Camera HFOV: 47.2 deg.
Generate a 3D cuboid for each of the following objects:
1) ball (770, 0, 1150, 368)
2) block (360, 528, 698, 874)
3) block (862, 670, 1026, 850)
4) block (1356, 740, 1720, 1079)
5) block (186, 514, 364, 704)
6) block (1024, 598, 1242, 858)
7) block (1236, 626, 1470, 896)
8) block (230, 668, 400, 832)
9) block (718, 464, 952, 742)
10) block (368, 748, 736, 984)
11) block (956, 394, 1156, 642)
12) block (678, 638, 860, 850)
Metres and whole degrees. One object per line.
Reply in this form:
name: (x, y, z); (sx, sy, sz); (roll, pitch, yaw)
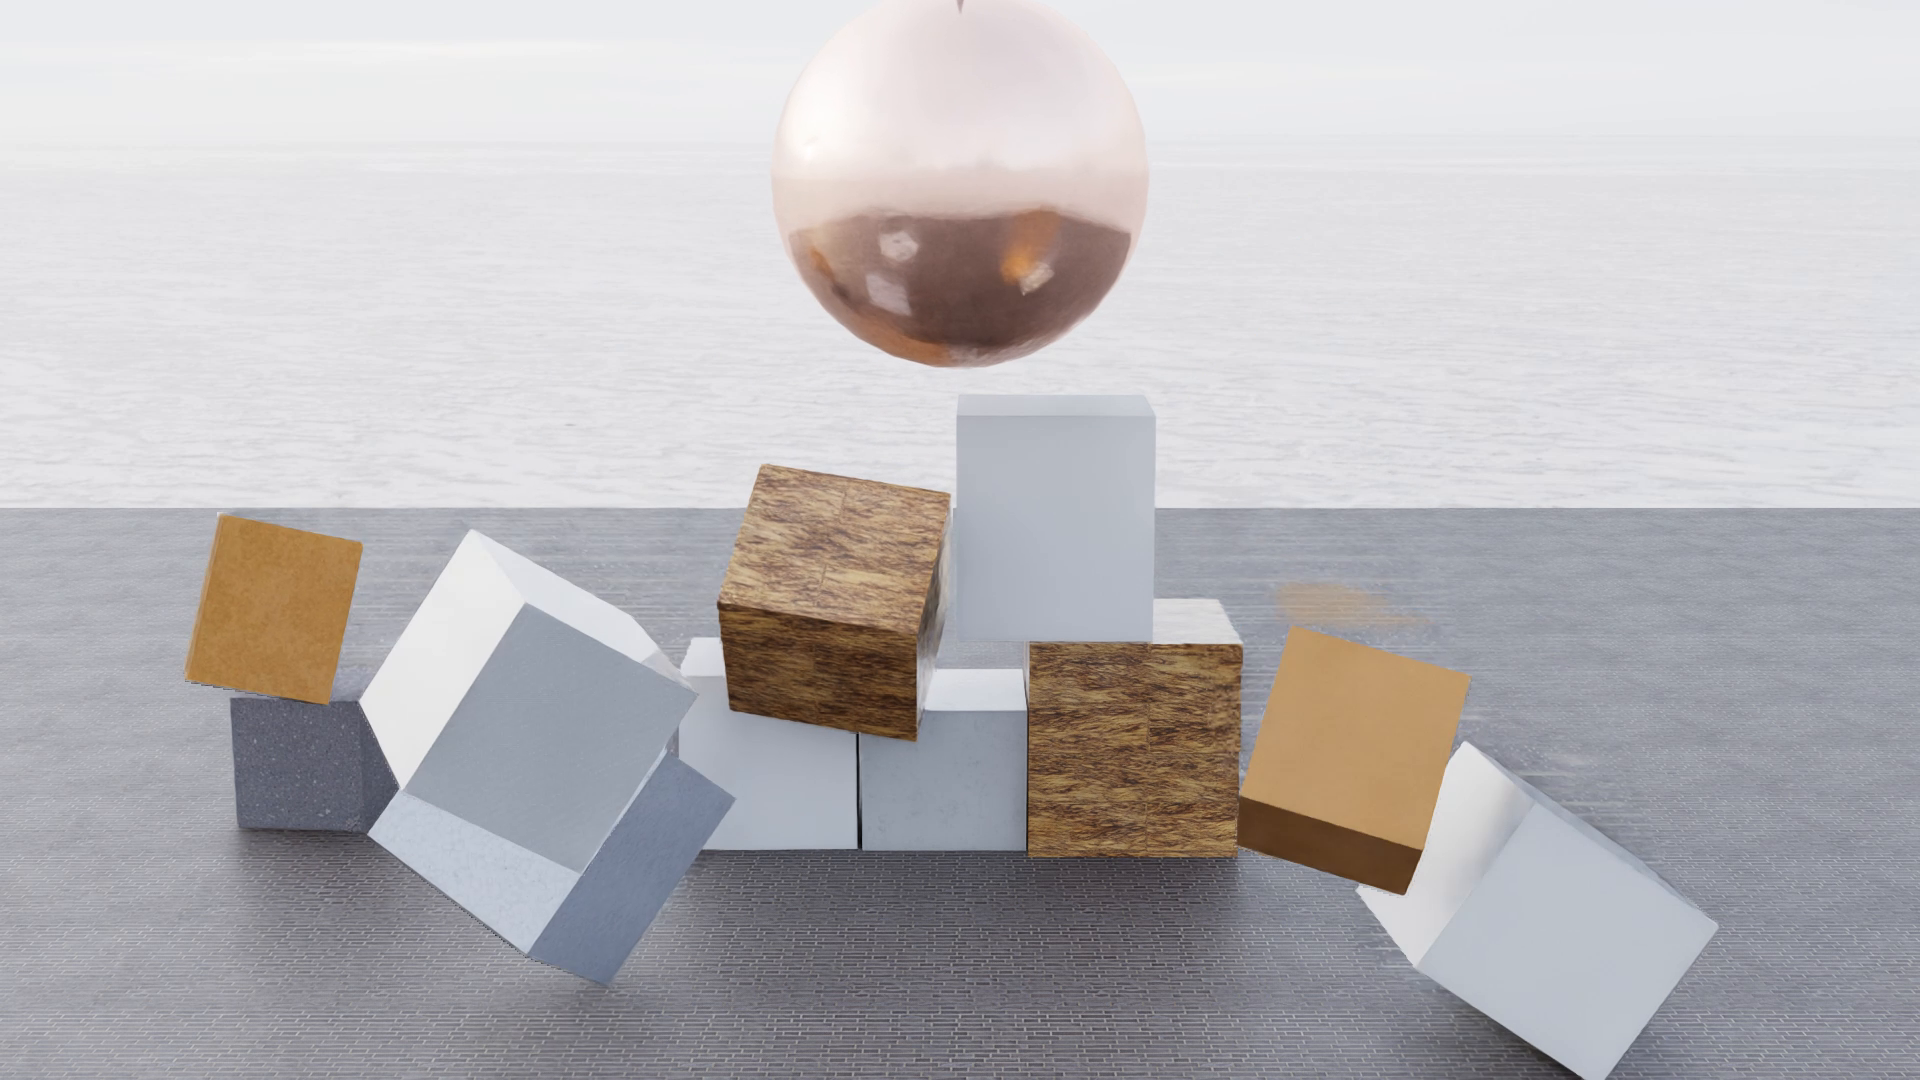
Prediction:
ball: (0.000, -1.525, 9.294); (1.600, 1.600, 1.600); (0, 10, 0)
block: (-1.509, 0.548, 7.627); (0.709, 0.734, 0.798); (32, 2, -31)
block: (-0.078, 1.122, 11.371); (0.819, 0.724, 0.861); (0, 10, 0)
block: (2.215, 1.431, 8.560); (0.873, 0.756, 0.865); (34, 6, -9)
block: (-3.402, 0.332, 10.884); (0.655, 0.797, 0.827); (13, -4, -20)
block: (0.858, 0.944, 11.341); (1.037, 1.084, 1.074); (0, 10, 0)
block: (1.417, 0.814, 8.012); (0.648, 0.658, 0.714); (16, -19, 12)
block: (-3.365, 1.092, 11.631); (0.681, 0.690, 0.702); (1, 10, 6)
block: (-0.581, 0.304, 10.582); (0.929, 0.904, 0.835); (9, 53, 6)
block: (-1.660, 1.140, 9.086); (0.870, 0.942, 0.871); (31, -10, 21)
block: (0.469, -0.130, 11.112); (0.962, 1.113, 0.884); (0, 10, 1)
block: (-0.969, 1.036, 11.365); (0.881, 0.896, 0.848); (0, 10, -2)
